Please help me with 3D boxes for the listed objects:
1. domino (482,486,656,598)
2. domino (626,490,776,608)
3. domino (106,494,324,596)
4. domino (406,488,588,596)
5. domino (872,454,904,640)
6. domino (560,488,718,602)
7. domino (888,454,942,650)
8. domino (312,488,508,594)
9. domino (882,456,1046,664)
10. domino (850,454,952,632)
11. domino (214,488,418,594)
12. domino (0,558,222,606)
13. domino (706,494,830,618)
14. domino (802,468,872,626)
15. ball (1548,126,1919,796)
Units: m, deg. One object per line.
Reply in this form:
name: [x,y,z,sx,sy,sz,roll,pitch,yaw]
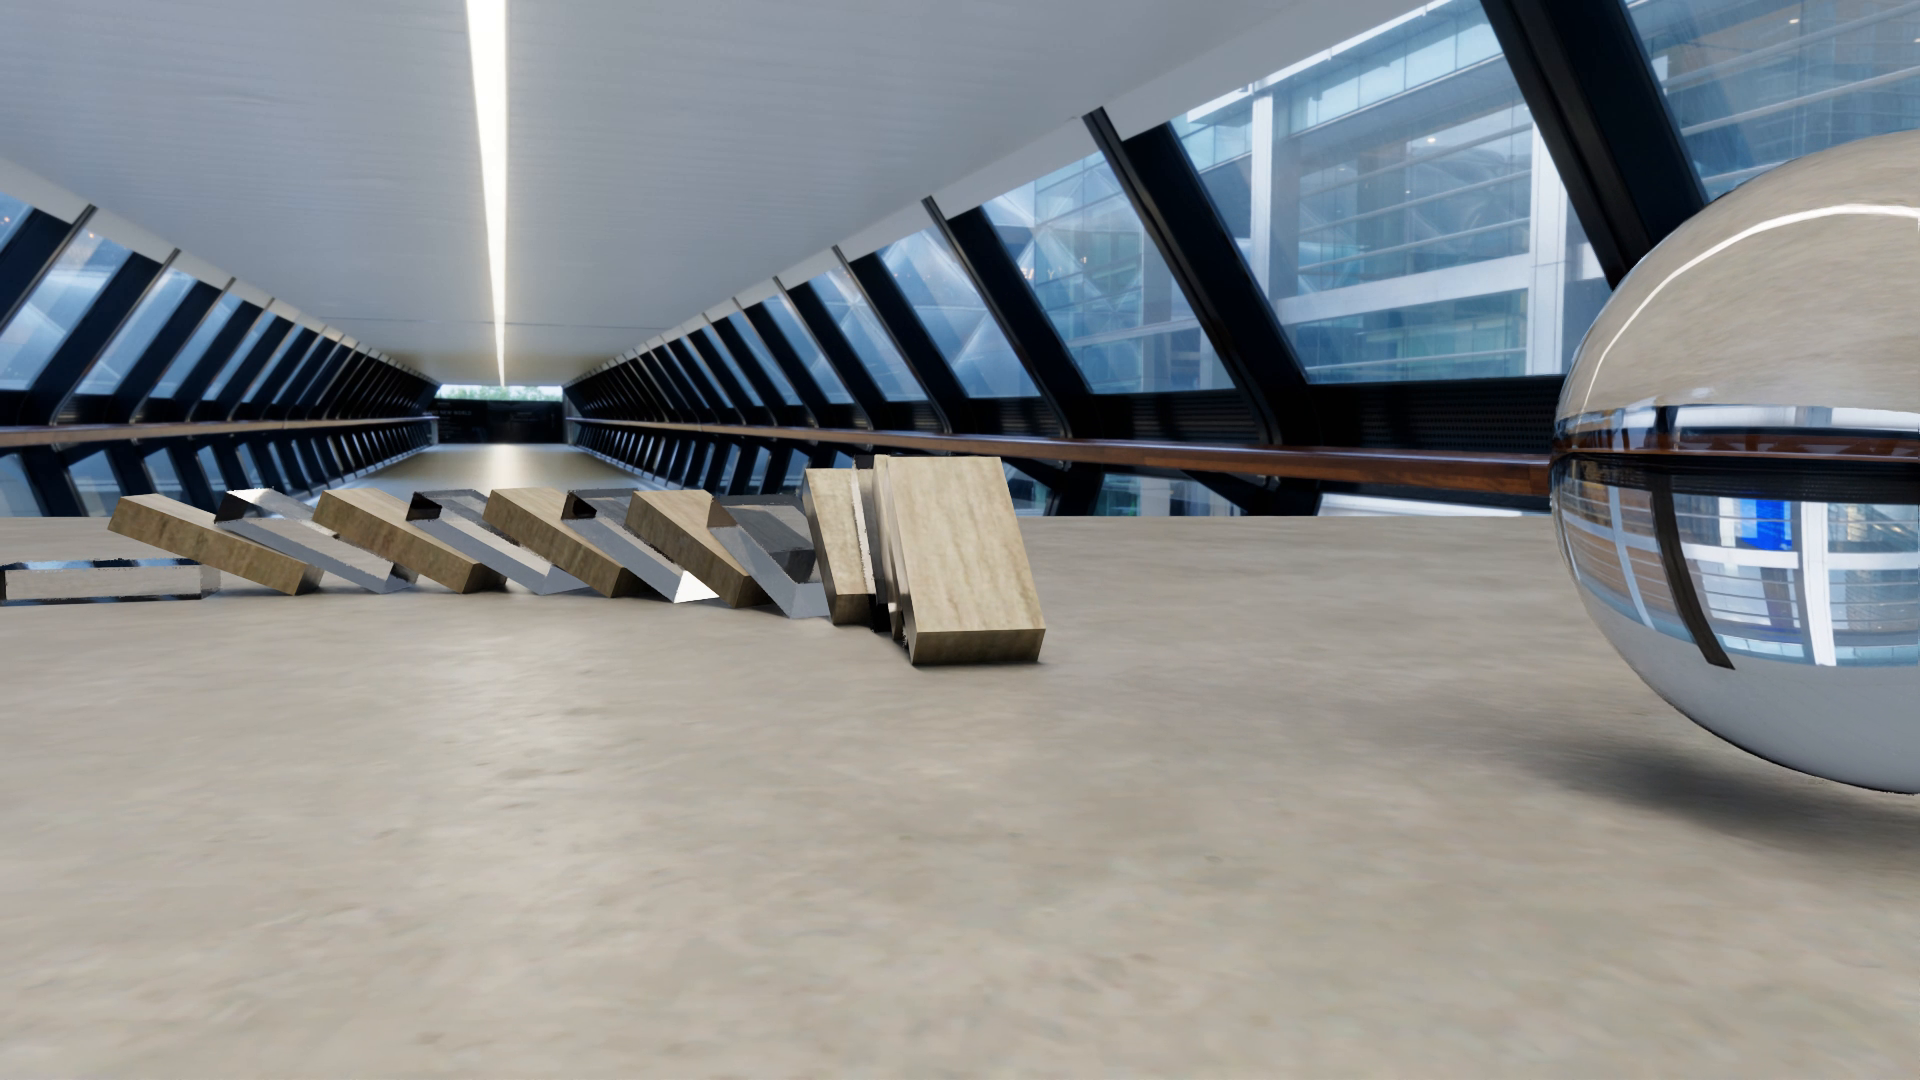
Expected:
domino: [-0.110,0.000,0.372,0.050,0.009,0.025,28,14,19]
domino: [-0.066,0.001,0.352,0.050,0.009,0.025,33,22,33]
domino: [-0.210,0.001,0.366,0.050,0.009,0.025,22,-1,-13]
domino: [-0.134,0.000,0.378,0.050,0.009,0.025,26,11,15]
domino: [-0.005,0.001,0.293,0.025,0.010,0.050,0,45,-11]
domino: [-0.087,0.001,0.364,0.050,0.009,0.025,31,19,28]
domino: [-0.001,0.002,0.279,0.025,0.009,0.050,1,45,-10]
domino: [-0.160,0.000,0.378,0.050,0.009,0.025,25,7,6]
domino: [0.000,0.003,0.264,0.025,0.009,0.050,-1,45,-12]
domino: [-0.011,0.000,0.306,0.025,0.009,0.050,-1,45,-13]
domino: [-0.185,0.000,0.374,0.050,0.009,0.025,24,3,-4]
domino: [-0.235,0.011,0.354,0.050,0.010,0.025,-1,5,-19]
domino: [-0.044,0.003,0.336,0.025,0.010,0.050,-3,29,-37]
domino: [-0.023,0.000,0.321,0.025,0.010,0.050,-1,39,-17]
ball: [0.116,-0.009,0.157,0.080,0.080,0.080,0,4,0]
